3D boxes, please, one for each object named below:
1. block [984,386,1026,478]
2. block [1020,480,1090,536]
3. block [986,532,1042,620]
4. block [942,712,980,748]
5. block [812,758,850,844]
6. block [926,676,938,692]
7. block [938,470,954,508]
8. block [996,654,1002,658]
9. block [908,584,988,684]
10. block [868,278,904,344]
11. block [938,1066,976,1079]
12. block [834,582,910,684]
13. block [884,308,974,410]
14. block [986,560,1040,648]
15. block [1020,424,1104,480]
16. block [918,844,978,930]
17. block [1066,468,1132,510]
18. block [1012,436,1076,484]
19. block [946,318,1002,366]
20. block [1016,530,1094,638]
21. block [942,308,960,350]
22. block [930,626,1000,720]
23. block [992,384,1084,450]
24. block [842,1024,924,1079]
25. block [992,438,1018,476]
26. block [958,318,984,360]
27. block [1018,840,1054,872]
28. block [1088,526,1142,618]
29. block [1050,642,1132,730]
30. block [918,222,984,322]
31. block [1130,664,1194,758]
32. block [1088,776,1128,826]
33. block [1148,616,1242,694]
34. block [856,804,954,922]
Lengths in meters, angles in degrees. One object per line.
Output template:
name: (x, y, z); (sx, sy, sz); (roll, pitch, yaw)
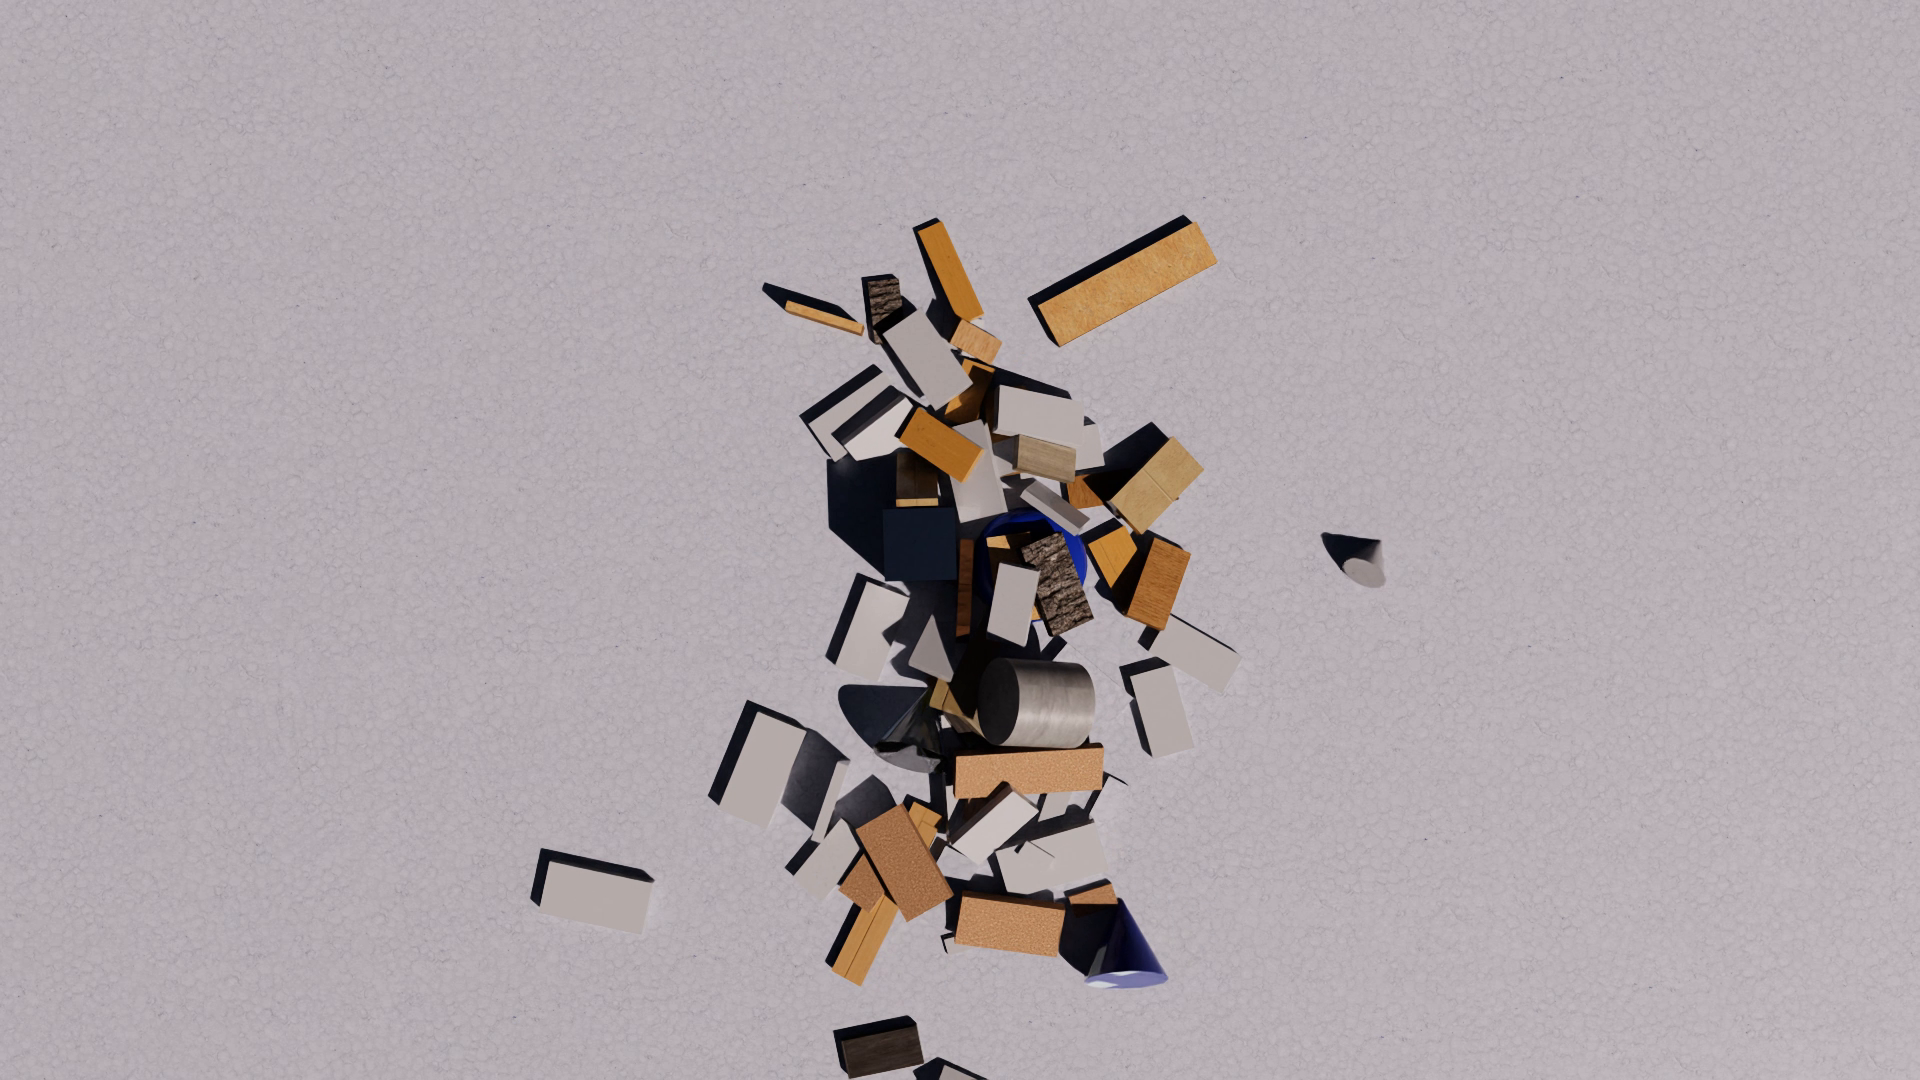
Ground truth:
block: (0.167, -0.358, 5.444); (0.140, 0.040, 0.281); (-11, 84, 20)
block: (0.314, -0.106, 5.427); (0.222, 0.111, 0.031); (36, 119, 9)
block: (0.177, 0.123, 5.356); (0.142, 0.040, 0.284); (-8, 92, 1)
block: (0.013, 0.606, 5.436); (0.074, 0.021, 0.148); (-36, 93, -18)
block: (-0.425, 0.855, 5.433); (0.038, 0.133, 0.266); (19, 90, 0)
block: (-0.063, 0.502, 5.492); (0.058, 0.017, 0.117); (-24, 90, 0)
block: (-0.007, -0.207, 5.485); (0.222, 0.031, 0.109); (-31, 90, 0)
block: (0.082, 0.436, 5.490); (0.074, 0.021, 0.148); (43, 90, 0)
block: (-0.036, 0.304, 5.411); (0.151, 0.043, 0.301); (23, 67, 9)
block: (-0.242, -0.759, 5.485); (0.103, 0.029, 0.207); (-7, 90, 0)
block: (0.027, 1.838, 5.460); (0.221, 0.031, 0.110); (24, 61, 0)
block: (-0.291, 0.306, 5.479); (0.151, 0.043, 0.302); (21, 90, 0)
block: (-0.105, -0.595, 5.432); (0.152, 0.043, 0.304); (-35, 83, 0)
block: (0.170, 0.206, 5.297); (0.129, 0.036, 0.257); (13, 105, 11)
block: (0.329, -0.294, 5.480); (0.281, 0.040, 0.140); (-9, 90, 0)
block: (-0.052, 1.152, 5.482); (0.125, 0.035, 0.250); (28, 90, 0)
block: (0.467, -0.169, 5.485); (0.218, 0.031, 0.109); (-9, 90, 0)
block: (0.276, -0.262, 5.380); (0.222, 0.031, 0.111); (13, 73, -28)
block: (0.049, -0.654, 5.443); (0.175, 0.025, 0.088); (25, 93, -31)
block: (0.308, 0.142, 5.334); (0.153, 0.043, 0.307); (-23, 97, -19)
block: (-0.023, -0.700, 5.472); (0.065, 0.018, 0.131); (8, 90, 0)
block: (0.021, 0.426, 5.407); (0.151, 0.043, 0.302); (18, 67, 7)
block: (0.258, -0.401, 5.387); (0.303, 0.043, 0.152); (10, 72, -20)
block: (-0.256, 1.698, 5.482); (0.256, 0.036, 0.128); (-12, 90, 0)
block: (0.118, -0.261, 5.416); (0.218, 0.031, 0.109); (-17, 87, 19)
block: (0.039, -0.671, 5.472); (0.065, 0.018, 0.131); (12, 87, -32)
block: (0.250, 1.040, 5.428); (0.112, 0.016, 0.056); (32, 95, -6)
block: (0.548, 0.105, 5.481); (0.137, 0.039, 0.275); (-27, 90, 0)
block: (0.419, 0.486, 5.480); (0.284, 0.040, 0.142); (40, 90, 0)
block: (-0.029, -0.883, 5.461); (0.088, 0.025, 0.347); (-24, 81, 0)
block: (0.670, 0.569, 5.480); (0.142, 0.040, 0.284); (-16, 90, 0)
block: (0.494, 0.867, 5.489); (0.075, 0.021, 0.149); (28, 90, 0)
block: (0.780, 0.378, 5.480); (0.281, 0.040, 0.140); (30, 90, 0)
block: (-0.181, 1.055, 5.398); (0.171, 0.048, 0.342); (-31, 82, 6)
